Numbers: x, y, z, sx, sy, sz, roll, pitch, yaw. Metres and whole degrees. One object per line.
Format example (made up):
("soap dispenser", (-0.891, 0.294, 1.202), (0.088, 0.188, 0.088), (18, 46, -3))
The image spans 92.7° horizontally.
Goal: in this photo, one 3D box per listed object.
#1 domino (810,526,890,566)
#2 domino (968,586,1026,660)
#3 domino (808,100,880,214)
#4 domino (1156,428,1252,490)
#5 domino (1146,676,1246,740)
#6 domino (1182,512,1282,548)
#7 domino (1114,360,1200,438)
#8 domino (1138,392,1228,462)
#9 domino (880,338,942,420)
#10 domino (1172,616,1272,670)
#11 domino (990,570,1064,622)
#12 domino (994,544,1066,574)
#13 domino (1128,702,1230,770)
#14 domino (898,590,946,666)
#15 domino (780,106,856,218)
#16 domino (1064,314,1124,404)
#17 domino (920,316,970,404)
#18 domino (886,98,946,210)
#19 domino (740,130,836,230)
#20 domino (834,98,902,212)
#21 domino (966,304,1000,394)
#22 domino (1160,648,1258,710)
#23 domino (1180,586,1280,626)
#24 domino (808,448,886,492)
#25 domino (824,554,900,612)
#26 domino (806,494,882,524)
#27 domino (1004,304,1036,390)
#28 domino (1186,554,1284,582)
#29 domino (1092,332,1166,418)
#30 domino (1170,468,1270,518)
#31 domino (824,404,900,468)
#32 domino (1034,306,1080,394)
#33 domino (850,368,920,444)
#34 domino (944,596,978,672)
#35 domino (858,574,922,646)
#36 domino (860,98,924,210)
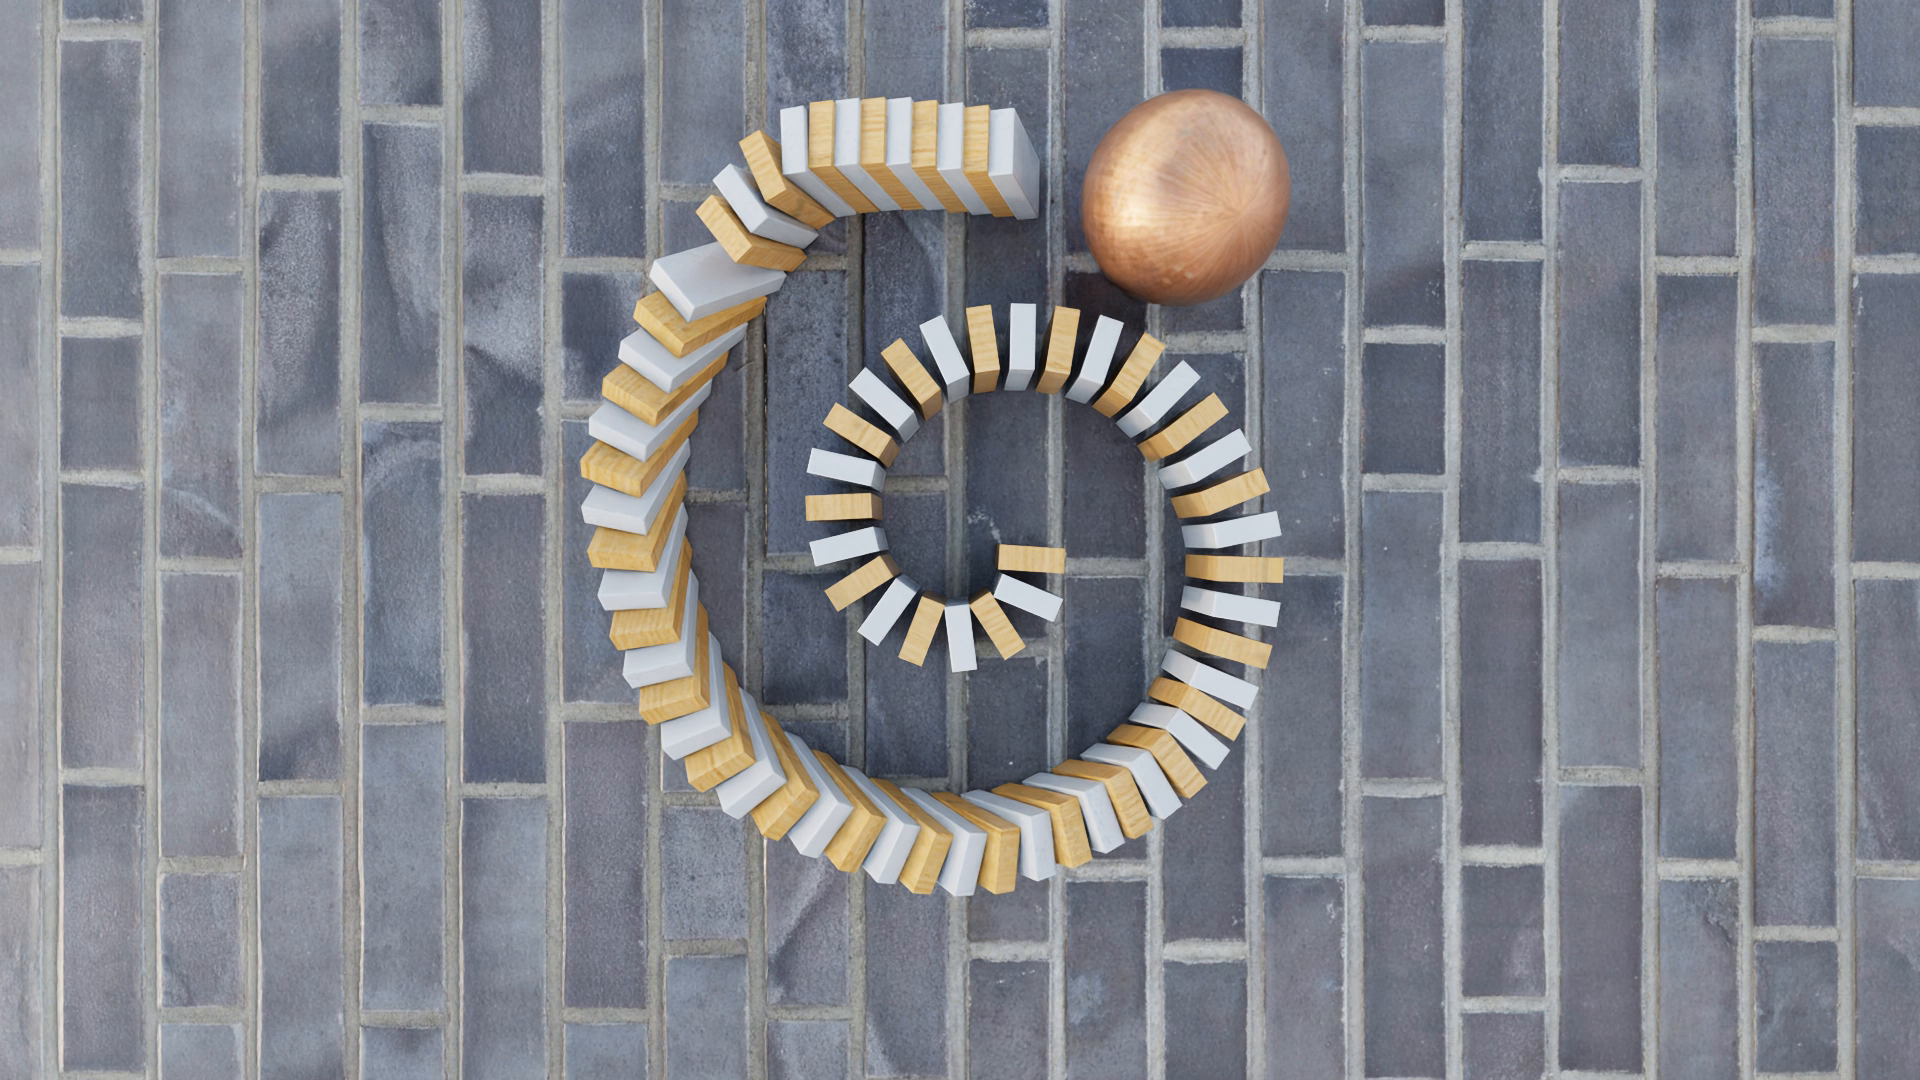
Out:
("domino", (-0.044, 0.002, 0.375), (0.025, 0.050, 0.009), (-14, 90, 0))
("domino", (0.014, 0.033, 0.375), (0.009, 0.050, 0.025), (-33, 90, 0))
("domino", (-0.046, -0.155, 0.375), (0.009, 0.050, 0.025), (1, 90, 16))
("domino", (0.098, -0.032, 0.375), (0.025, 0.050, 0.009), (-30, 90, 0))
("domino", (0.095, 0.068, 0.375), (0.025, 0.050, 0.009), (32, 85, 0))
("domino", (0.110, -0.004, 0.375), (0.025, 0.050, 0.009), (-11, 90, 0))
("domino", (0.080, -0.057, 0.375), (0.009, 0.050, 0.025), (45, 90, 0))
("domino", (0.090, -0.045, 0.375), (0.025, 0.050, 0.010), (-37, 90, 0))
("domino", (-0.019, -0.065, 0.375), (0.010, 0.050, 0.025), (-38, 90, 0))
("domino", (0.106, 0.041, 0.375), (0.025, 0.050, 0.010), (16, 90, 0))
("domino", (0.026, 0.022, 0.375), (0.025, 0.050, 0.010), (23, 90, 0))
("domino", (0.027, 0.007, 0.375), (0.025, 0.050, 0.010), (4, 90, 0))
("domino", (0.088, 0.079, 0.375), (0.025, 0.050, 0.010), (40, 81, 0))
("domino", (-0.015, 0.035, 0.375), (0.009, 0.050, 0.025), (21, 90, 0))
("domino", (-0.057, -0.153, 0.375), (0.009, 0.050, 0.025), (-2, 90, 16))
("domino", (0.054, -0.073, 0.375), (0.009, 0.050, 0.025), (19, 90, 0))
("domino", (-0.006, -0.073, 0.375), (0.009, 0.050, 0.025), (-25, 90, 0))
("domino", (-0.017, -0.156, 0.375), (0.009, 0.050, 0.025), (1, 90, 16))
("domino", (-0.069, -0.146, 0.375), (0.009, 0.050, 0.025), (-24, 90, 16))
("domino", (-0.036, -0.156, 0.375), (0.010, 0.050, 0.025), (1, 90, 16))
("domino", (0.009, -0.077, 0.375), (0.010, 0.050, 0.025), (-8, 90, 0))
("domino", (0.101, 0.056, 0.375), (0.025, 0.050, 0.009), (22, 90, 0))
("domino", (0.109, 0.027, 0.375), (0.025, 0.050, 0.009), (10, 90, 0))
("domino", (-0.045, -0.028, 0.375), (0.025, 0.050, 0.010), (12, 90, 0))
("domino", (-0.039, 0.017, 0.375), (0.025, 0.050, 0.009), (-32, 90, 0))
("domino", (-0.046, -0.013, 0.375), (0.025, 0.050, 0.010), (-3, 90, 0))
("domino", (0.024, -0.078, 0.375), (0.010, 0.050, 0.025), (1, 90, 0))
("domino", (0.111, 0.011, 0.375), (0.025, 0.050, 0.010), (2, 90, 0))
("domino", (0.068, -0.066, 0.375), (0.010, 0.050, 0.025), (32, 90, 0))
("domino", (0.105, -0.019, 0.375), (0.025, 0.050, 0.009), (-22, 90, 0))
("domino", (-0.039, -0.042, 0.375), (0.025, 0.050, 0.009), (32, 90, 0))
("domino", (0.039, -0.076, 0.375), (0.010, 0.050, 0.025), (9, 90, 0))
("domino", (-0.030, -0.054, 0.375), (0.025, 0.050, 0.010), (42, 90, 0))
("domino", (0.000, 0.038, 0.375), (0.010, 0.050, 0.025), (-7, 90, 0))
("domino", (-0.028, 0.028, 0.375), (0.009, 0.050, 0.025), (36, 90, 0))
("domino", (-0.027, -0.156, 0.375), (0.010, 0.050, 0.025), (1, 90, 16))
